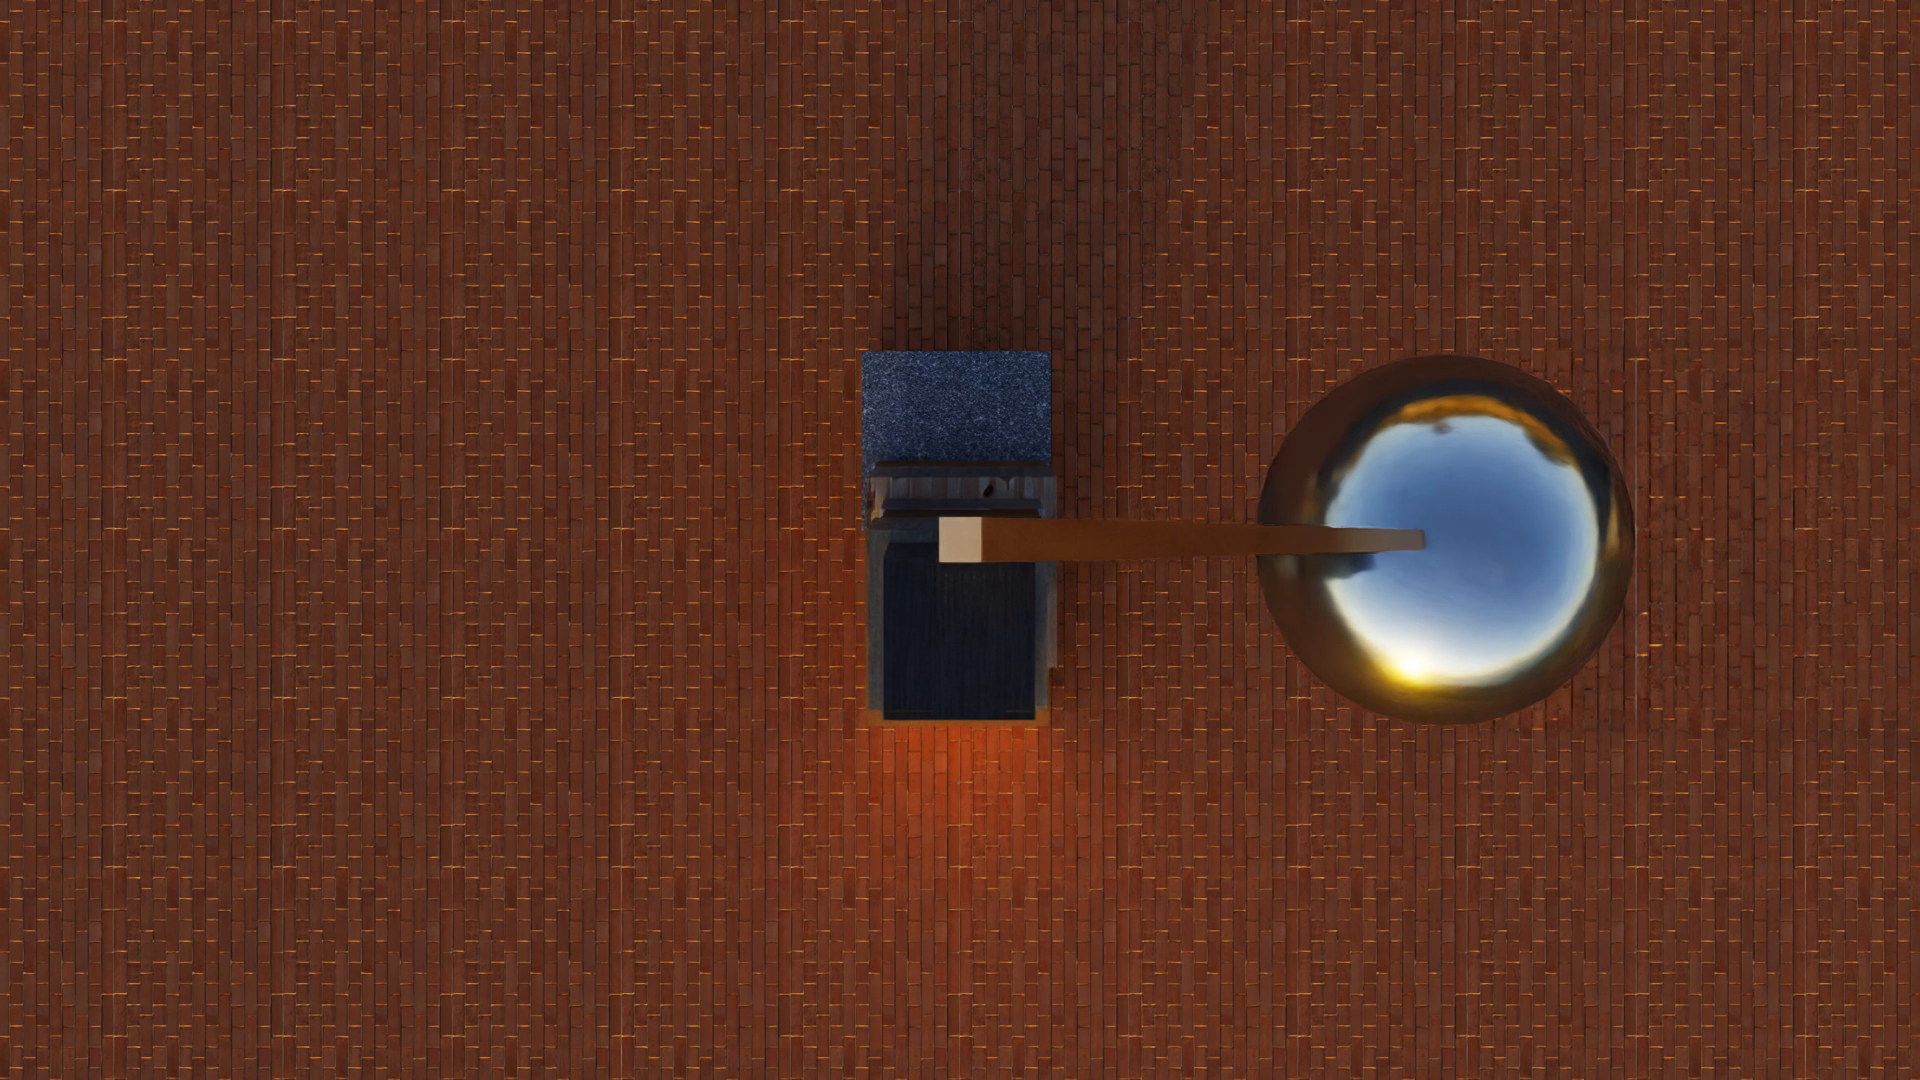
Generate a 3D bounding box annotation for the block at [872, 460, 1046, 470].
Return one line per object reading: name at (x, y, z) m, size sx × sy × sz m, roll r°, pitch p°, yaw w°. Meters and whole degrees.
block at (0.007, 0.038, 11.379) m, size 0.877 × 0.844 × 0.860 m, roll 0°, pitch 95°, yaw 0°

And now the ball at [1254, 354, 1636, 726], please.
ball at (2.074, 0.000, 9.472) m, size 1.600 × 1.600 × 1.600 m, roll 0°, pitch 90°, yaw 0°

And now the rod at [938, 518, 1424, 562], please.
rod at (0.899, 0.000, 6.281) m, size 0.080 × 5.200 × 0.080 m, roll 0°, pitch 90°, yaw 20°

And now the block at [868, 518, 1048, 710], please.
block at (-0.009, 0.279, 8.671) m, size 0.683 × 0.599 × 0.689 m, roll 0°, pitch 95°, yaw 0°

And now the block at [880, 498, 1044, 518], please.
block at (0.010, 0.177, 9.814) m, size 0.710 × 0.620 × 0.680 m, roll 0°, pitch 95°, yaw 0°

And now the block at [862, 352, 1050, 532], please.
block at (-0.019, -0.532, 12.397) m, size 1.015 × 1.205 × 0.964 m, roll 0°, pitch 90°, yaw 0°

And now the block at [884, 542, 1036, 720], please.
block at (-0.002, 0.323, 8.064) m, size 0.534 × 0.618 × 0.575 m, roll 0°, pitch 95°, yaw 0°

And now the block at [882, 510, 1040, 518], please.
block at (0.004, 0.229, 9.237) m, size 0.652 × 0.539 × 0.677 m, roll 0°, pitch 95°, yaw 0°

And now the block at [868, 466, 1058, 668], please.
block at (0.011, 0.113, 10.541) m, size 0.871 × 0.839 × 0.880 m, roll 0°, pitch 95°, yaw 0°

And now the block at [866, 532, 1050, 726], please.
block at (-0.015, 0.487, 12.481) m, size 1.001 × 1.037 × 1.053 m, roll 0°, pitch 90°, yaw 0°
